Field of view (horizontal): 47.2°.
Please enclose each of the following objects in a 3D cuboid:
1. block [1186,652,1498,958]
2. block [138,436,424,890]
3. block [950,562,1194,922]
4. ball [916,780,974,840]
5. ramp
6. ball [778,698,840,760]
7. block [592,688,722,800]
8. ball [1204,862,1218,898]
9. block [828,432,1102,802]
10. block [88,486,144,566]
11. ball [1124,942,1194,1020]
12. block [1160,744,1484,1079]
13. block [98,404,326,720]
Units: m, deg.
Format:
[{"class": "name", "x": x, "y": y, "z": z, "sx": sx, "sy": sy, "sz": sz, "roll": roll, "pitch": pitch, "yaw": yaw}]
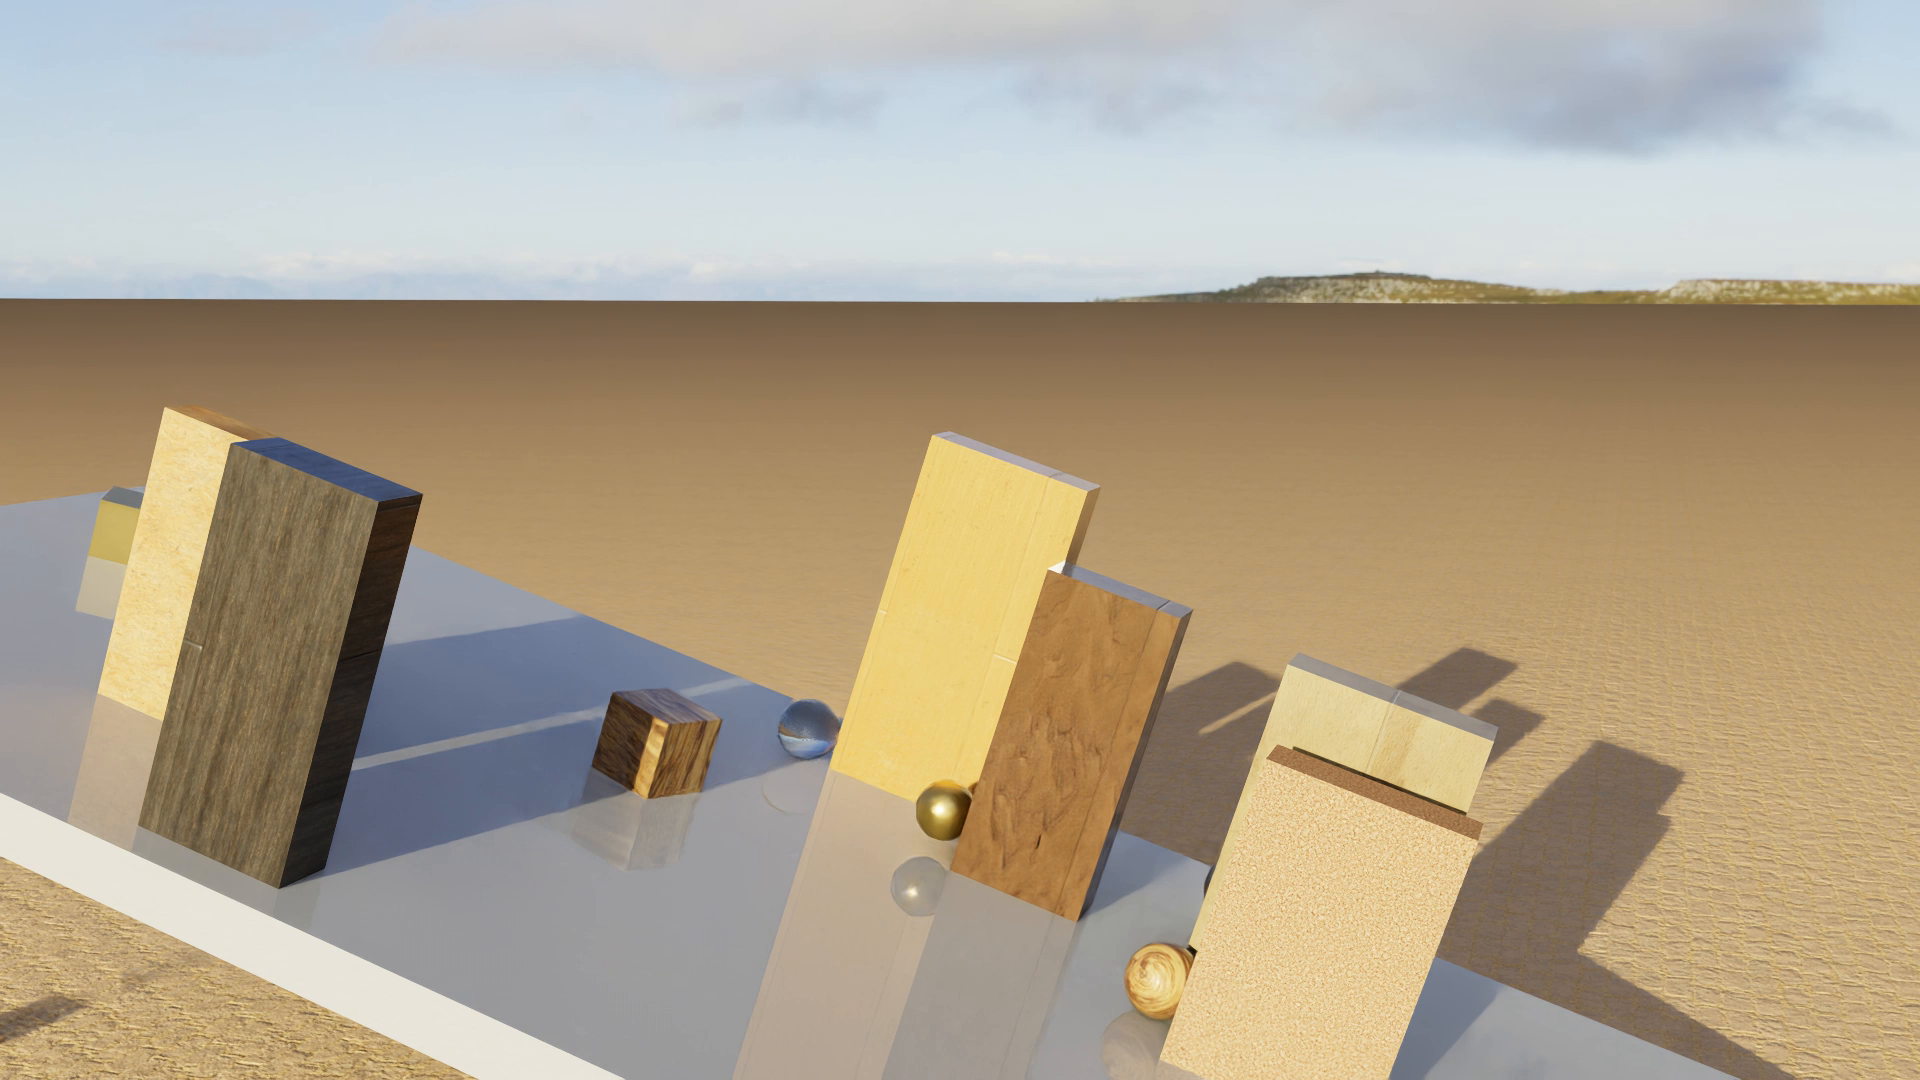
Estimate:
[{"class": "block", "x": 0.686, "y": 0.608, "z": 4.071, "sx": 0.386, "sy": 0.696, "sz": 0.135, "roll": 21, "pitch": 12, "yaw": 14}, {"class": "block", "x": -1.085, "y": 0.193, "z": 3.503, "sx": 0.272, "sy": 0.654, "sz": 0.129, "roll": 21, "pitch": 12, "yaw": 14}, {"class": "block", "x": 0.222, "y": 0.404, "z": 4.429, "sx": 0.281, "sy": 0.657, "sz": 0.129, "roll": 21, "pitch": 12, "yaw": 14}, {"class": "ball", "x": -0.030, "y": 0.557, "z": 4.540, "sx": 0.127, "sy": 0.127, "sz": 0.127, "roll": 0, "pitch": 7, "yaw": 0}, {"class": "ramp", "x": -0.356, "y": 0.671, "z": 4.225, "sx": 4.000, "sy": 0.100, "sz": 2.000, "roll": 21, "pitch": 12, "yaw": 14}, {"class": "ball", "x": -0.334, "y": 0.416, "z": 4.843, "sx": 0.137, "sy": 0.137, "sz": 0.137, "roll": 0, "pitch": 7, "yaw": 0}, {"class": "block", "x": -0.609, "y": 0.407, "z": 4.424, "sx": 0.161, "sy": 0.161, "sz": 0.161, "roll": 25, "pitch": 14, "yaw": 32}, {"class": "ball", "x": 0.595, "y": 0.743, "z": 4.630, "sx": 0.164, "sy": 0.164, "sz": 0.164, "roll": 0, "pitch": 7, "yaw": 0}, {"class": "block", "x": 0.007, "y": 0.193, "z": 4.786, "sx": 0.359, "sy": 0.778, "sz": 0.124, "roll": 21, "pitch": 12, "yaw": 14}, {"class": "block", "x": -1.796, "y": -0.026, "z": 4.768, "sx": 0.128, "sy": 0.128, "sz": 0.128, "roll": 15, "pitch": 12, "yaw": -12}, {"class": "ball", "x": 0.374, "y": 0.811, "z": 4.047, "sx": 0.143, "sy": 0.143, "sz": 0.143, "roll": 0, "pitch": 7, "yaw": 0}, {"class": "block", "x": 0.628, "y": 0.702, "z": 3.840, "sx": 0.377, "sy": 0.580, "sz": 0.127, "roll": 21, "pitch": 12, "yaw": 14}, {"class": "block", "x": -1.293, "y": 0.085, "z": 3.948, "sx": 0.406, "sy": 0.550, "sz": 0.092, "roll": 21, "pitch": 12, "yaw": 14}]
